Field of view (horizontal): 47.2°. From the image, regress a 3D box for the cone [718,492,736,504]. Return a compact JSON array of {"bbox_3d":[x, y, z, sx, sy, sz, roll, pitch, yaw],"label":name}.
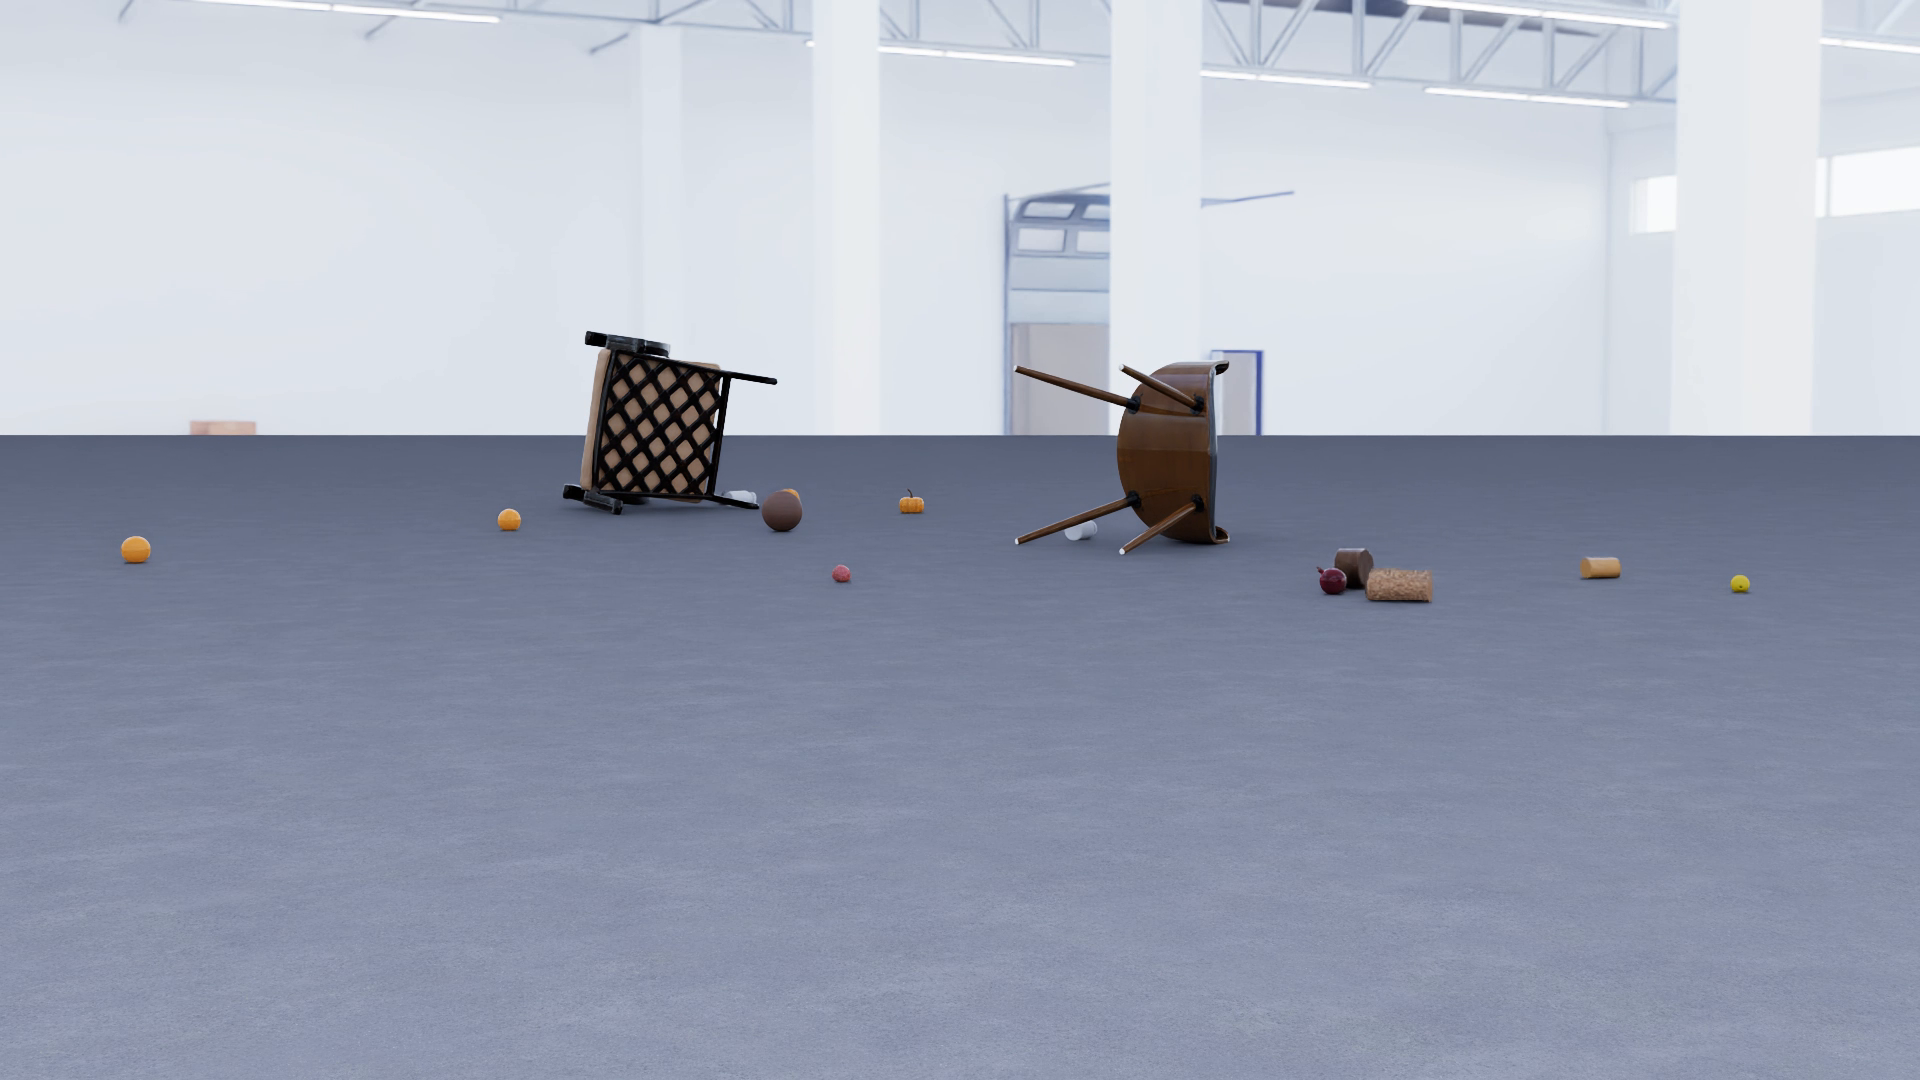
[{"bbox_3d":[-0.895,-0.151,8.547,0.069,0.059,0.108,23,-3,-12],"label":"cone"}]
